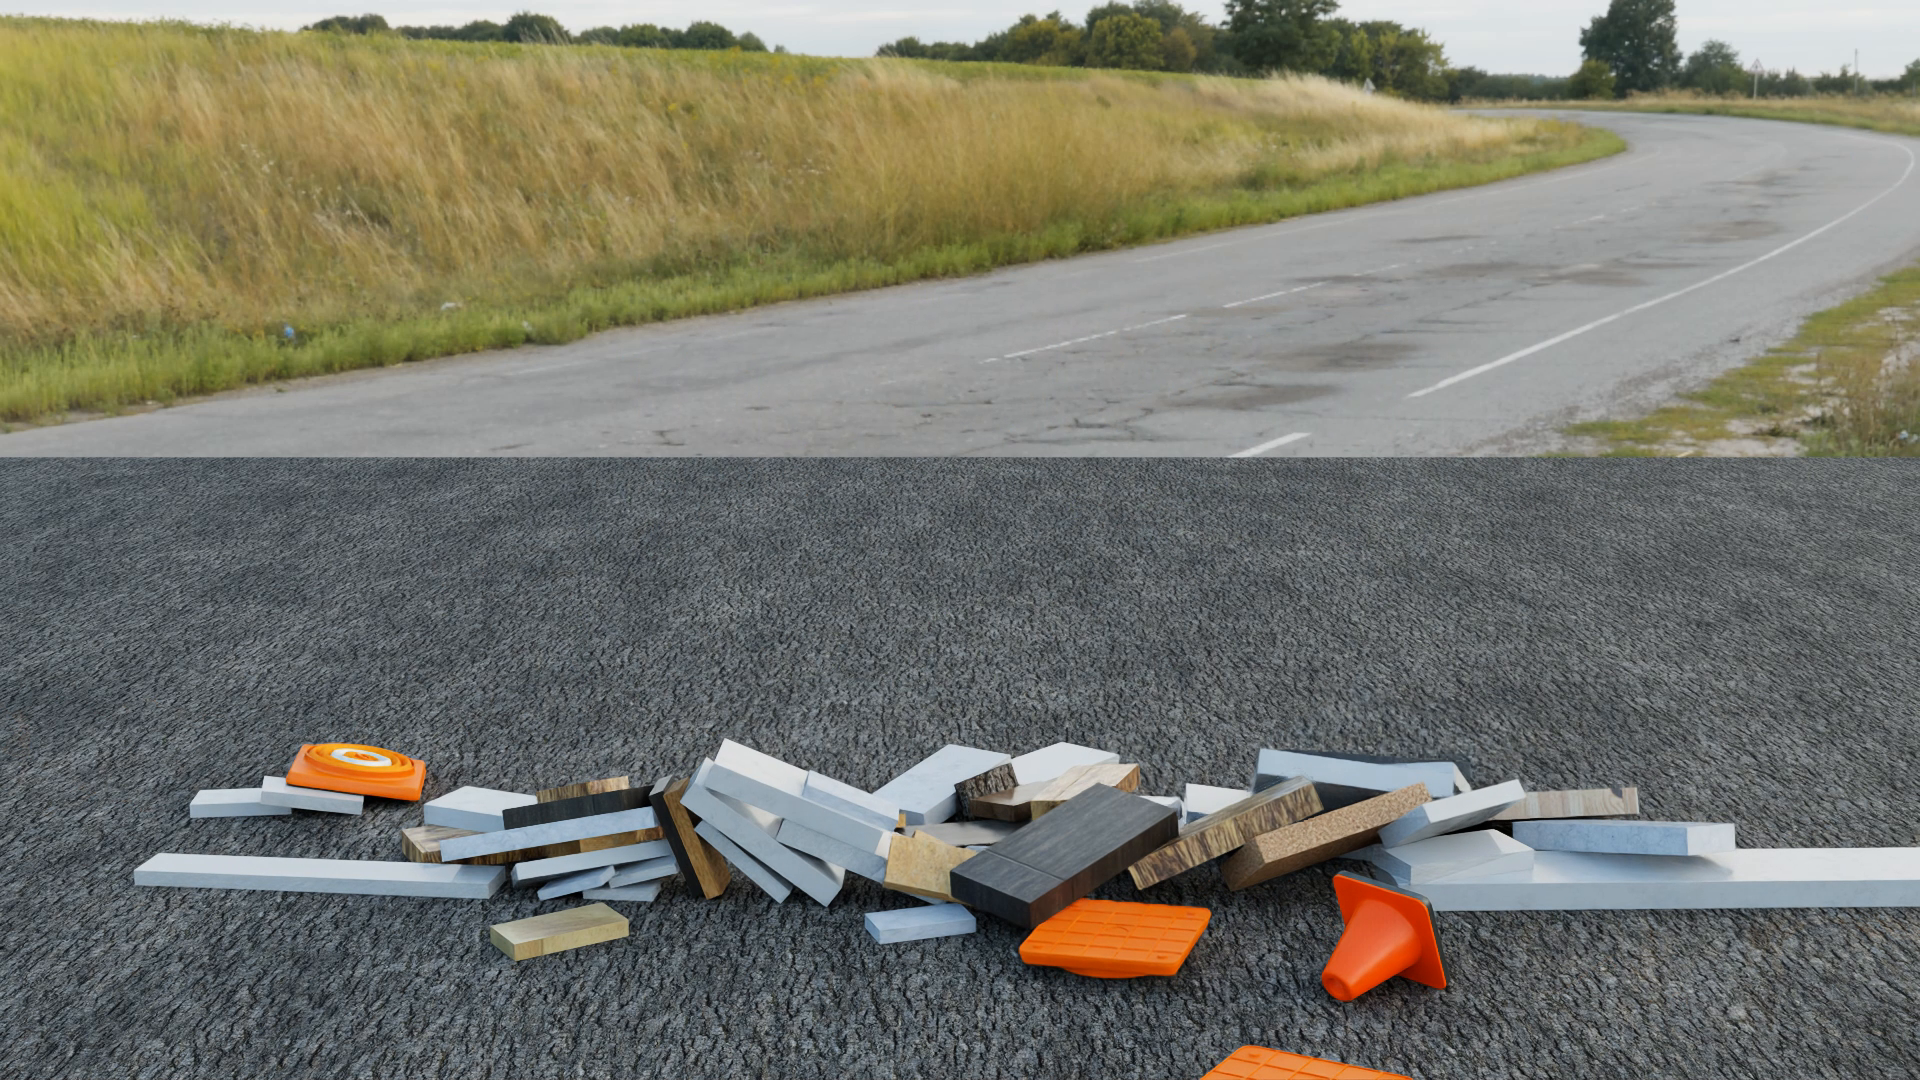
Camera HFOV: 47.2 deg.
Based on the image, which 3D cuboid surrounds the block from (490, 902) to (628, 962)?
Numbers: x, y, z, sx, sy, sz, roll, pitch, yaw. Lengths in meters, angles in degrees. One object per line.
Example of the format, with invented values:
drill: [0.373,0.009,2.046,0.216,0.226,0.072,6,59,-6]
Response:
block: [-0.630,0.615,3.459,0.192,0.027,0.096,-7,13,-34]

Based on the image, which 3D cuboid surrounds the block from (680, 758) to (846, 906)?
block: [-0.323,0.484,3.658,0.297,0.042,0.148,37,9,-5]

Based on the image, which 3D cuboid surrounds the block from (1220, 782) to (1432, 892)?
block: [0.612,0.496,3.670,0.329,0.047,0.165,-14,-21,-21]

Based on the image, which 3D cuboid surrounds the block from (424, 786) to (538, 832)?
block: [-0.815,0.486,3.915,0.246,0.035,0.123,5,12,24]

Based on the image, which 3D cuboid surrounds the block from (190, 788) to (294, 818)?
block: [-1.341,0.492,4.127,0.182,0.026,0.091,-1,11,-7]

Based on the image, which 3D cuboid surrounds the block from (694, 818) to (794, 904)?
block: [-0.355,0.519,3.657,0.188,0.027,0.094,41,10,-4]

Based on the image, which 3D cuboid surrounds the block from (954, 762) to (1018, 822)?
block: [0.055,0.471,4.089,0.022,0.078,0.157,-21,-4,37]

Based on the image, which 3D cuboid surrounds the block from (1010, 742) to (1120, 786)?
block: [0.168,0.455,4.285,0.143,0.040,0.285,9,14,39]

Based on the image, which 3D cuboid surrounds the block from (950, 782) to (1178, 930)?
block: [0.172,0.507,3.565,0.168,0.048,0.373,15,28,40]

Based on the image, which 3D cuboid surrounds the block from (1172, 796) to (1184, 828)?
block: [0.385,0.514,3.999,0.102,0.029,0.204,-3,11,-17]

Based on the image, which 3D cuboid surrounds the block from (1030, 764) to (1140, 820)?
block: [0.228,0.452,3.948,0.126,0.036,0.253,-4,7,21]

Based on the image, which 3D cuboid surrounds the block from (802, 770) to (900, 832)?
block: [-0.179,0.429,3.617,0.160,0.023,0.080,22,10,-5]

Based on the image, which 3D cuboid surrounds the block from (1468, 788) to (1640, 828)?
block: [1.032,0.483,3.959,0.325,0.046,0.162,-2,-12,-8]

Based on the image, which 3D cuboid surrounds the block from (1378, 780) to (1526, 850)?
block: [0.823,0.458,3.677,0.236,0.033,0.118,-8,-24,-36]

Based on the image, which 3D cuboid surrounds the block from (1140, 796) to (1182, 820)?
block: [0.276,0.497,3.837,0.126,0.036,0.253,-1,8,31]

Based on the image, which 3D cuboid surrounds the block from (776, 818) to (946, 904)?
block: [-0.155,0.514,3.661,0.297,0.042,0.148,22,10,-3]

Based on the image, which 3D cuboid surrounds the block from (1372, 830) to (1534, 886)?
block: [0.821,0.527,3.662,0.236,0.033,0.118,-4,11,-20]

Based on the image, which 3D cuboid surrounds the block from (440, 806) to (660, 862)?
block: [-0.676,0.492,3.702,0.370,0.035,0.123,-10,-6,8]

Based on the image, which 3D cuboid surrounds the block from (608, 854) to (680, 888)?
block: [-0.522,0.551,3.665,0.117,0.017,0.058,-14,9,8]

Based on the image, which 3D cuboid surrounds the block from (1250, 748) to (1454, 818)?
block: [0.676,0.437,3.814,0.329,0.047,0.165,7,-28,6]

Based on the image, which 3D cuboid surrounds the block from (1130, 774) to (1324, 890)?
block: [0.436,0.485,3.662,0.329,0.047,0.165,-24,-2,2]

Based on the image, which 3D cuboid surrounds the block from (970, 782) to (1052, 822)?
block: [0.122,0.479,4.035,0.102,0.029,0.204,3,6,39]

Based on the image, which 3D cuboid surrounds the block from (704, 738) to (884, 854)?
block: [-0.268,0.423,3.640,0.297,0.042,0.149,22,10,-3]

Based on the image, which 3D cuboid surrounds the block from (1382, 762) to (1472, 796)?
block: [0.765,0.431,3.861,0.236,0.033,0.118,-5,-30,27]

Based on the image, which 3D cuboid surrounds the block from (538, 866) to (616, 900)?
block: [-0.636,0.568,3.645,0.117,0.017,0.059,-16,6,15]

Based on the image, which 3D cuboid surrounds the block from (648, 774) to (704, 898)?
block: [-0.463,0.494,3.679,0.027,0.188,0.094,-22,9,6]

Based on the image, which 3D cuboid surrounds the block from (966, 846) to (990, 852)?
block: [0.096,0.551,3.615,0.172,0.086,0.024,5,-34,-9]

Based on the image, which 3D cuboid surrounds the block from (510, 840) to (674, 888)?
block: [-0.612,0.543,3.696,0.273,0.027,0.096,-7,-15,-19]

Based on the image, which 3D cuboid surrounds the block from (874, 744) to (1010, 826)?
block: [-0.041,0.463,4.118,0.143,0.040,0.285,6,21,35]

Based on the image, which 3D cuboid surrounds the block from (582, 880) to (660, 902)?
block: [-0.563,0.582,3.665,0.117,0.017,0.059,1,11,6]

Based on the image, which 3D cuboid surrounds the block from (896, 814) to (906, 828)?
block: [-0.176,0.505,3.931,0.078,0.022,0.157,1,-7,-40]

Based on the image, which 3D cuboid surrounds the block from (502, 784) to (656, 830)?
block: [-0.637,0.452,3.724,0.246,0.035,0.123,-12,-6,25]

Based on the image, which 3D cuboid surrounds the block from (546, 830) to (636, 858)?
block: [-0.636,0.525,3.781,0.096,0.027,0.192,-6,-7,-28]

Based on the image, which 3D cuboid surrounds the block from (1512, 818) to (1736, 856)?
block: [1.129,0.505,3.750,0.162,0.046,0.325,4,-7,-44]

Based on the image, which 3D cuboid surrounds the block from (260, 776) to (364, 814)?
block: [-1.209,0.477,4.107,0.182,0.026,0.091,9,9,-16]

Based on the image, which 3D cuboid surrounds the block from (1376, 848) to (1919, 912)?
block: [1.195,0.566,3.674,0.970,0.046,0.162,0,11,-2]

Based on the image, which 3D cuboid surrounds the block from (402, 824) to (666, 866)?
block: [-0.743,0.522,3.926,0.471,0.040,0.143,-6,12,-28]

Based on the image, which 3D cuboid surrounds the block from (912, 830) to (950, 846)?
block: [-0.003,0.541,3.661,0.172,0.024,0.086,26,10,-4]

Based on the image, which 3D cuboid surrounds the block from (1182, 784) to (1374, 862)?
block: [0.568,0.502,3.916,0.336,0.048,0.168,7,11,4]

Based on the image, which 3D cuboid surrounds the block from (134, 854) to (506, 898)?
block: [-1.082,0.568,3.719,0.615,0.026,0.091,1,11,6]

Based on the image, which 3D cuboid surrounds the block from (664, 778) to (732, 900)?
block: [-0.436,0.495,3.660,0.027,0.188,0.094,-22,5,6]

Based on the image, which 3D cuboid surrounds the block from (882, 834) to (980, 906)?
block: [-0.033,0.537,3.567,0.172,0.086,0.024,12,-35,-4]

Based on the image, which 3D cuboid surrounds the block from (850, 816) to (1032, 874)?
block: [0.038,0.532,3.881,0.490,0.036,0.126,-3,11,-14]

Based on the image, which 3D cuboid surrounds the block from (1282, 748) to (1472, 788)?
block: [0.743,0.436,4.008,0.336,0.048,0.168,4,-20,-1]

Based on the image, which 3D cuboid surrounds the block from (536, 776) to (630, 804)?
block: [-0.651,0.431,3.790,0.080,0.023,0.160,-4,-8,-46]

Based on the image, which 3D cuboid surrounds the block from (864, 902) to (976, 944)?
block: [-0.063,0.610,3.502,0.160,0.023,0.080,-4,11,-19]
